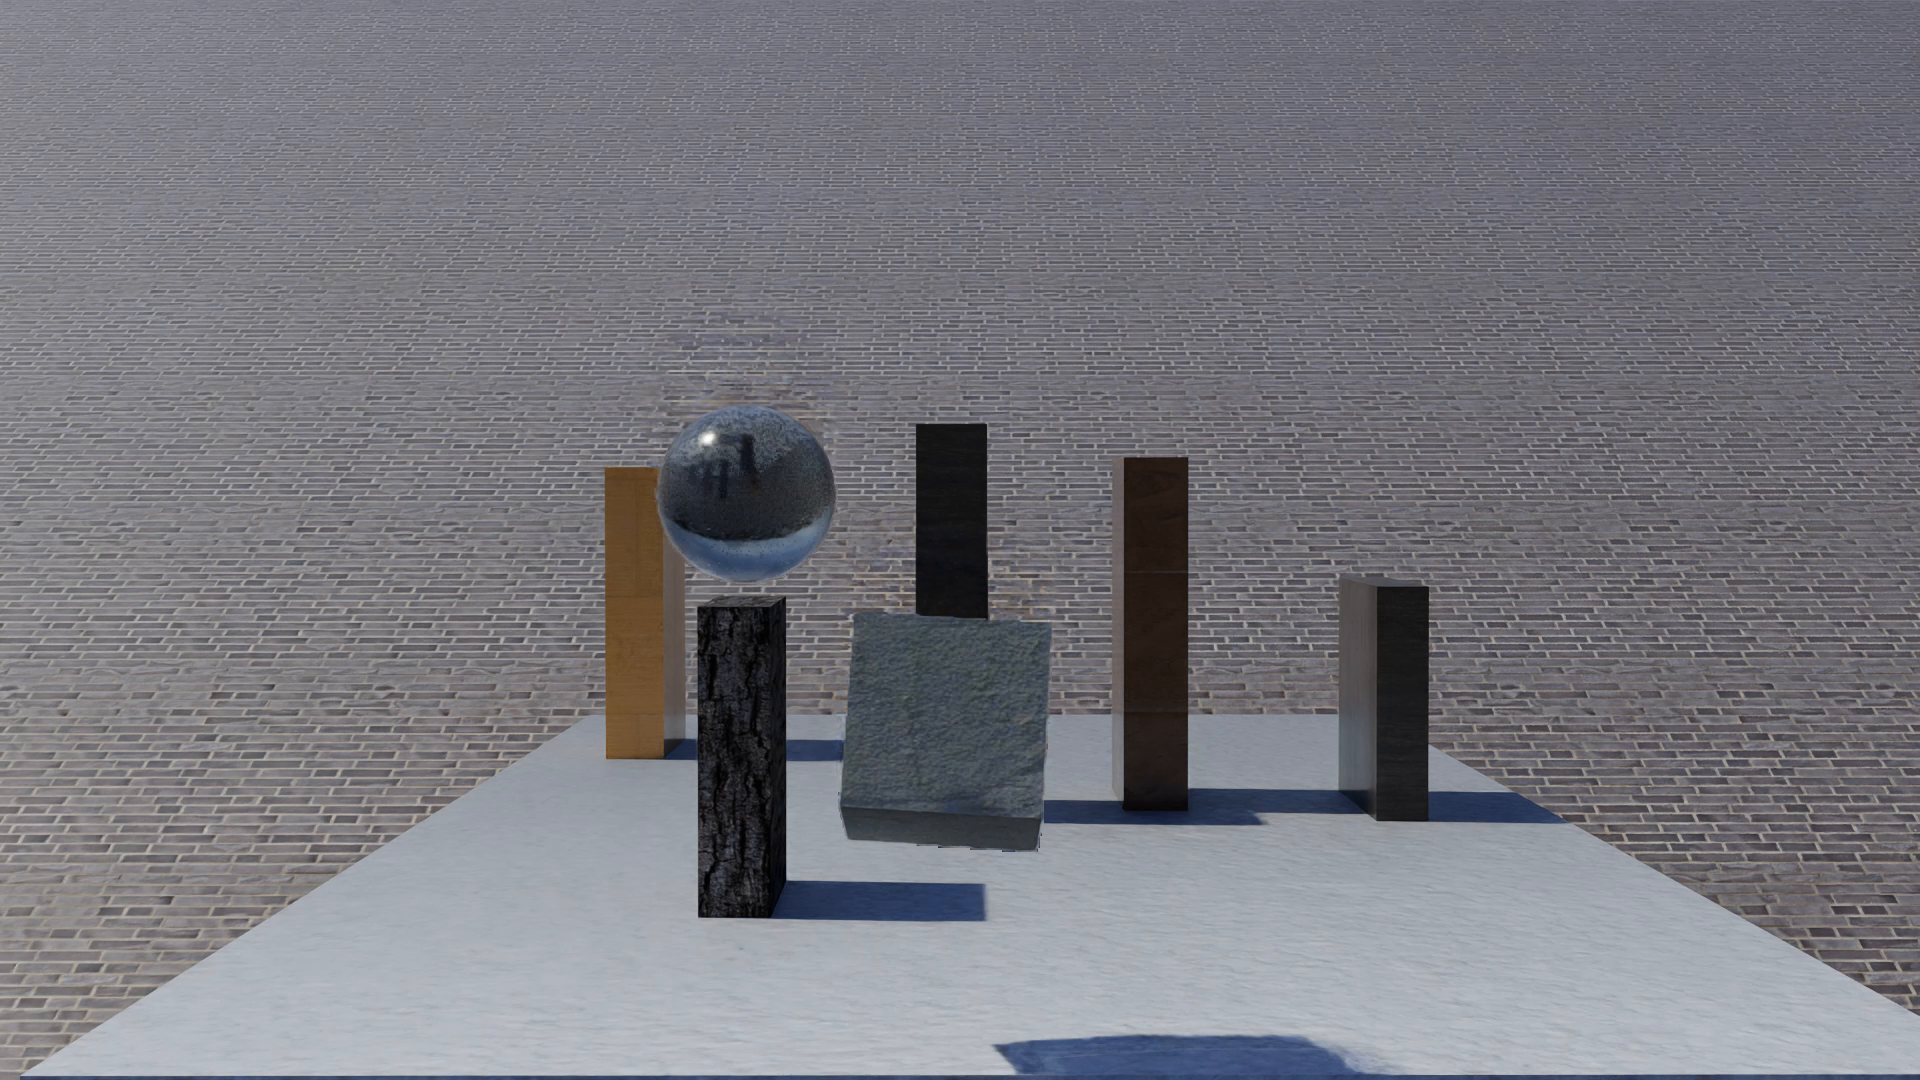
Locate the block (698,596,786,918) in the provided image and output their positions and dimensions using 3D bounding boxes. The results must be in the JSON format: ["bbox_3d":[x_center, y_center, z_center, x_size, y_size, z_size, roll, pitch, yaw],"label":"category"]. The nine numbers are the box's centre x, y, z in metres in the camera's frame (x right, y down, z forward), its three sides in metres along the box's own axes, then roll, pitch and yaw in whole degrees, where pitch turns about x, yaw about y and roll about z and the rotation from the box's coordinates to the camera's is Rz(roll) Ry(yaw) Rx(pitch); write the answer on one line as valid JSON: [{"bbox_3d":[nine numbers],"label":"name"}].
[{"bbox_3d":[-0.307,0.298,3.667,0.099,0.423,0.329,0,1,0],"label":"block"}]

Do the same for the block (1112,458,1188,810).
[{"bbox_3d":[0.352,0.166,4.812,0.116,0.636,0.350,0,1,0],"label":"block"}]

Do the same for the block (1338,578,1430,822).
[{"bbox_3d":[0.771,0.281,4.719,0.091,0.410,0.445,0,1,0],"label":"block"}]

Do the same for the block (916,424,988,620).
[{"bbox_3d":[-0.015,0.141,4.653,0.124,0.693,0.320,0,1,0],"label":"block"}]

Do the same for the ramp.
[{"bbox_3d":[0.060,0.539,4.575,2.000,0.100,4.000,0,1,0],"label":"ramp"}]

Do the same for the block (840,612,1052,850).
[{"bbox_3d":[-0.013,0.200,2.660,0.199,0.199,0.199,3,-16,1],"label":"block"}]

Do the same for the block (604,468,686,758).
[{"bbox_3d":[-0.696,0.152,5.737,0.124,0.624,0.443,0,1,0],"label":"block"}]

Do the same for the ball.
[{"bbox_3d":[-0.205,-0.045,2.473,0.171,0.171,0.171,0,26,0],"label":"ball"}]
